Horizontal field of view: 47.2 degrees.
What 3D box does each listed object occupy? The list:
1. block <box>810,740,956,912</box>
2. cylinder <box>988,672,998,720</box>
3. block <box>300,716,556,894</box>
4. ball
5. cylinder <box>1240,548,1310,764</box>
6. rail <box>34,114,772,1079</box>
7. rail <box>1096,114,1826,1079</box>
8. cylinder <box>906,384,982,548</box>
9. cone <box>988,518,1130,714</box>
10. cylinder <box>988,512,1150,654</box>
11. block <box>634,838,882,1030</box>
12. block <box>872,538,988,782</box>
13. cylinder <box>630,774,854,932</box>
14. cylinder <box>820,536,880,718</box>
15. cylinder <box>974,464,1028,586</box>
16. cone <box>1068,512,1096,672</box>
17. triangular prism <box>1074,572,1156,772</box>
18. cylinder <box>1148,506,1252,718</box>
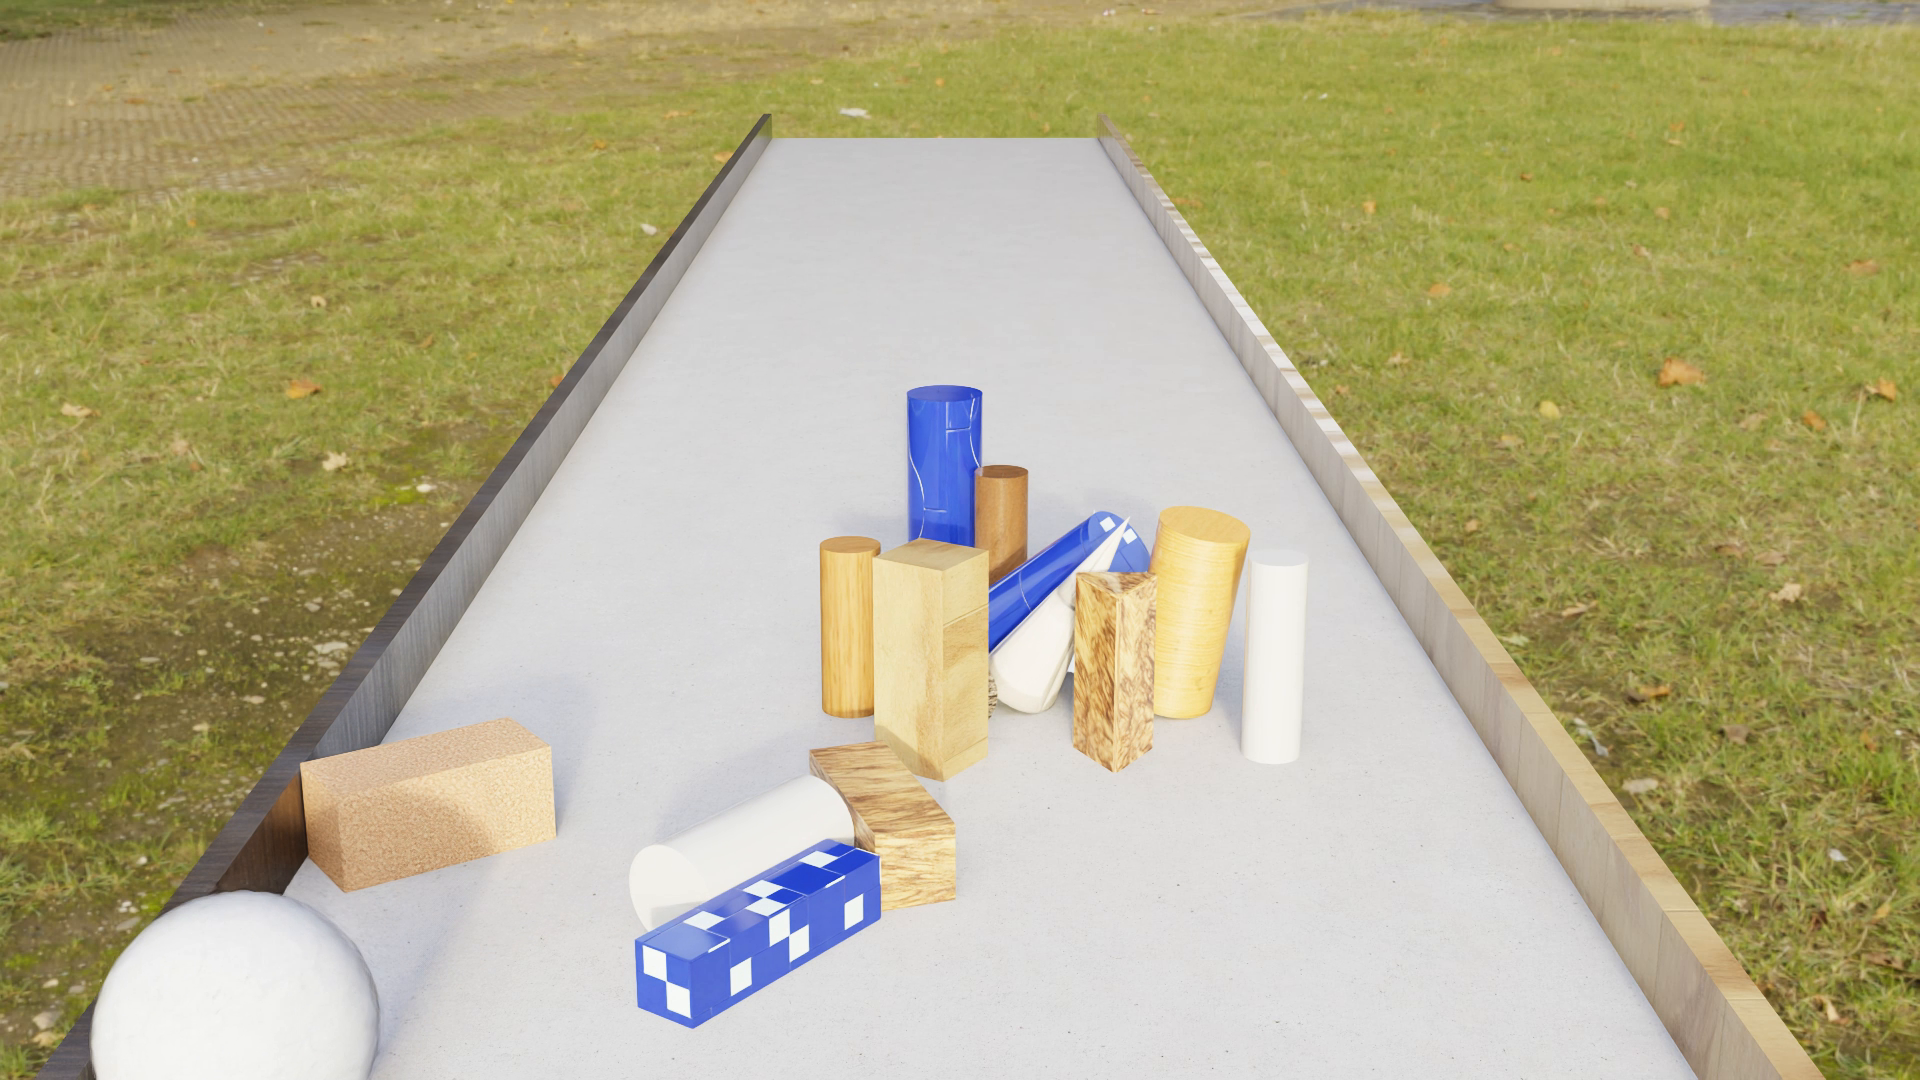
[{"bbox_3d":[-0.128,0.449,3.495,0.127,0.127,0.361,-6,18,-19],"label":"block"},{"bbox_3d":[-0.083,0.241,4.176,0.137,0.137,0.402,-8,18,-26],"label":"cylinder"},{"bbox_3d":[-0.851,0.420,3.531,0.355,0.162,0.162,-11,20,-33],"label":"block"},{"bbox_3d":[-0.871,0.591,2.656,0.332,0.332,0.332,0,17,0],"label":"ball"},{"bbox_3d":[0.557,0.206,3.892,0.106,0.366,0.106,0,17,0],"label":"cylinder"},{"bbox_3d":[-1.118,-0.838,7.780,0.050,0.150,12.000,0,17,-1],"label":"rail"},{"bbox_3d":[0.932,-0.844,7.801,0.050,0.150,12.000,0,17,-1],"label":"rail"},{"bbox_3d":[-0.034,-0.119,4.885,0.168,0.423,0.168,0,17,0],"label":"cylinder"},{"bbox_3d":[0.207,0.112,4.039,0.157,0.450,0.157,20,38,-16],"label":"cone"},{"bbox_3d":[0.186,0.107,4.239,0.352,0.176,0.176,-36,-6,34],"label":"cylinder"},{"bbox_3d":[-0.283,0.559,3.164,0.104,0.104,0.414,12,20,34],"label":"block"},{"bbox_3d":[-0.050,0.208,3.855,0.145,0.383,0.145,11,20,32],"label":"block"},{"bbox_3d":[-0.325,0.483,3.317,0.164,0.164,0.326,12,20,34],"label":"cylinder"},{"bbox_3d":[-0.204,0.163,4.114,0.113,0.322,0.113,0,17,0],"label":"cylinder"},{"bbox_3d":[0.087,0.010,4.633,0.113,0.319,0.113,0,17,0],"label":"cylinder"},{"bbox_3d":[0.265,0.090,4.376,0.174,0.313,0.174,0,17,0],"label":"cone"},{"bbox_3d":[0.257,0.224,3.895,0.121,0.329,0.140,10,19,30],"label":"triangular prism"},{"bbox_3d":[0.421,0.134,4.102,0.171,0.358,0.171,9,22,-4],"label":"cylinder"}]
